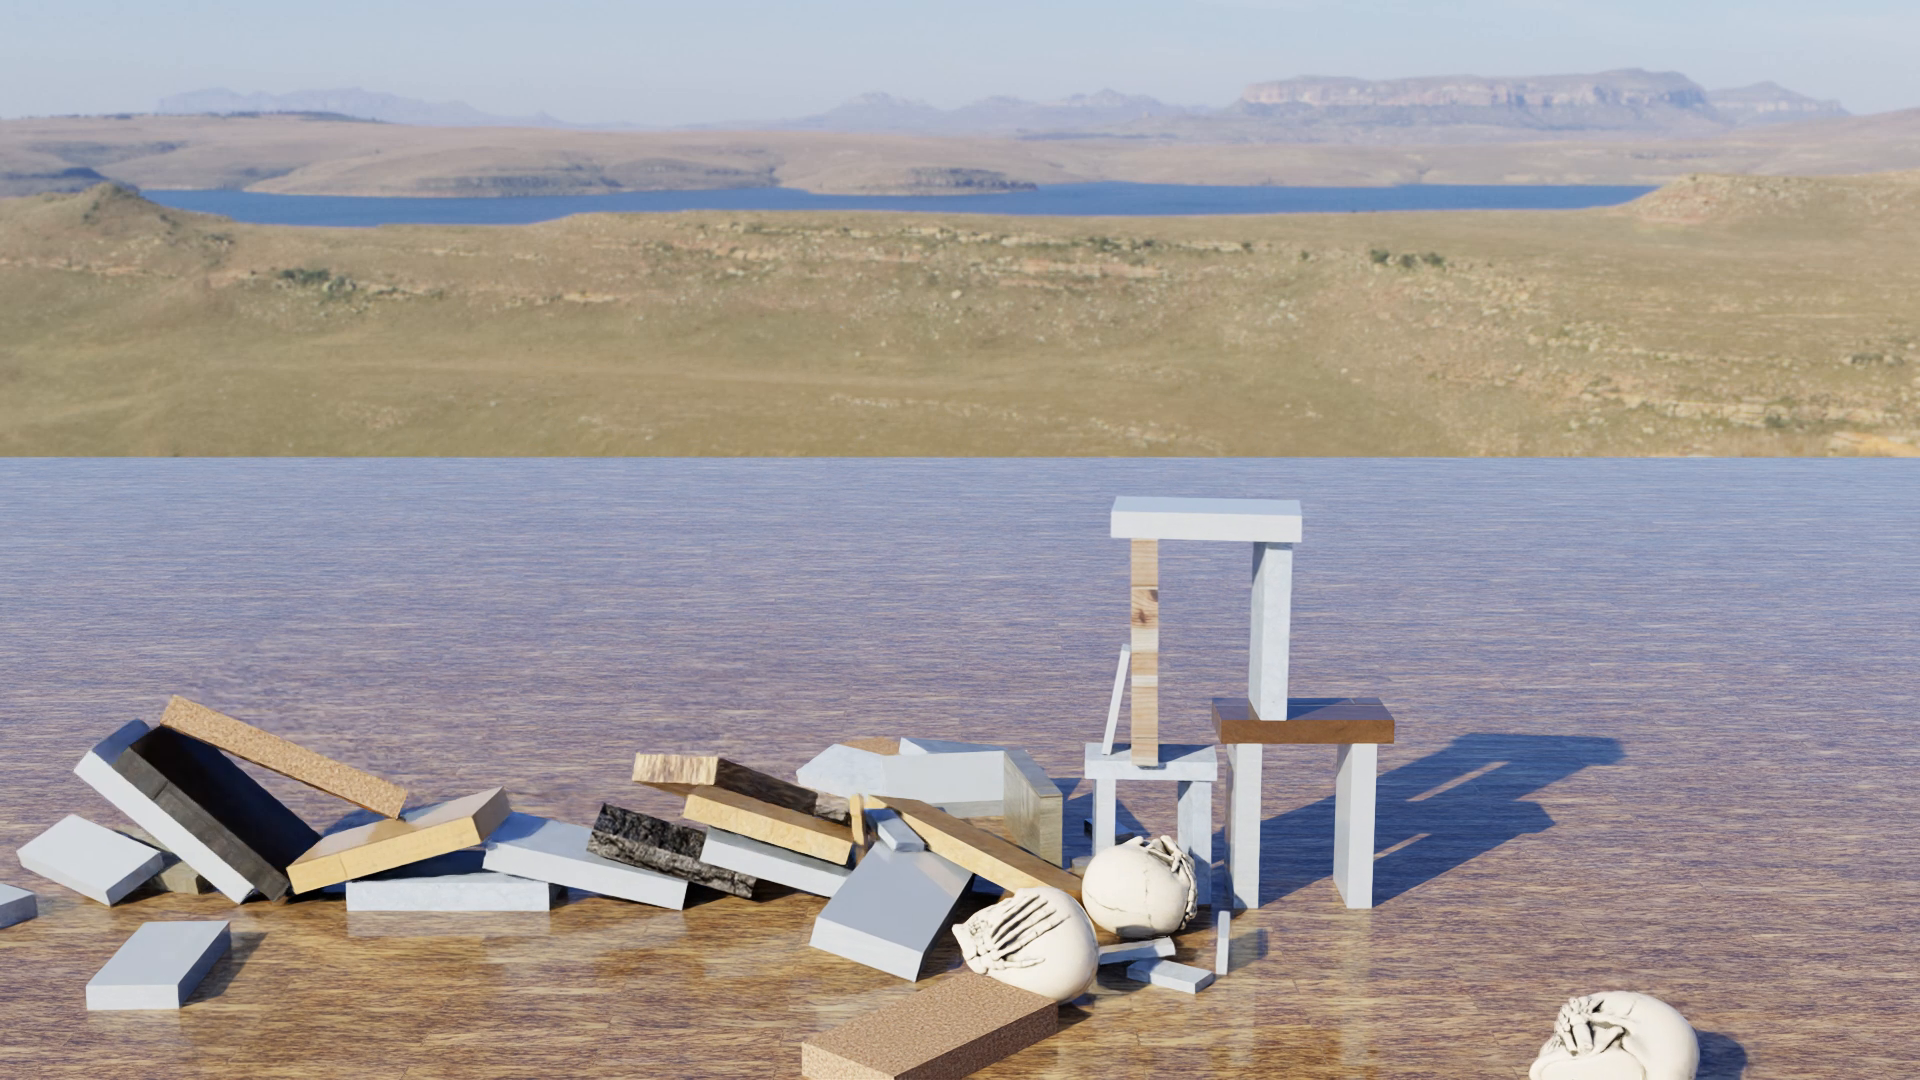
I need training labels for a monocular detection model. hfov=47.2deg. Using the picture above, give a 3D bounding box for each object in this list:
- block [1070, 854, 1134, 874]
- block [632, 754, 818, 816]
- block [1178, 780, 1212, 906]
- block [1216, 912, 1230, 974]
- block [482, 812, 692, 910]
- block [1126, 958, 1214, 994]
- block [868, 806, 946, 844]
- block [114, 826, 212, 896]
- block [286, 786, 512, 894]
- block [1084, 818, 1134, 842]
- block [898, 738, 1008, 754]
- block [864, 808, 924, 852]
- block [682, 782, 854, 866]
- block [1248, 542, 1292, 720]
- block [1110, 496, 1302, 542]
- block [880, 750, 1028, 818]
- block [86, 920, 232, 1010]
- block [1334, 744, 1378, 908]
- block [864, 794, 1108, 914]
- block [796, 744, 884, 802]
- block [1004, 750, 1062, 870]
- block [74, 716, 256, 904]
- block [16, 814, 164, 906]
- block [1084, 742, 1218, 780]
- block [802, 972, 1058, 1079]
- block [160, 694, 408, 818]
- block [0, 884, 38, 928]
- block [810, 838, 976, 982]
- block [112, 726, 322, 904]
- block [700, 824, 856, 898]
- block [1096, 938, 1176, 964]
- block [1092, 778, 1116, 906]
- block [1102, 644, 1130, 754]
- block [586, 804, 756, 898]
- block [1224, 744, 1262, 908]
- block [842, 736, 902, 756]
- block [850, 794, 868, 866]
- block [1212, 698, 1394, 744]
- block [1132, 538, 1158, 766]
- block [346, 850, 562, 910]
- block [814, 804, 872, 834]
[{"bbox_3d":[0.245,0.560,3.793,0.103,0.015,0.051,-1,11,-7],"label":"block"},{"bbox_3d":[-0.414,0.440,3.916,0.169,0.048,0.338,-1,-17,28],"label":"block"},{"bbox_3d":[0.389,0.485,3.648,0.030,0.214,0.107,-3,11,-8],"label":"block"},{"bbox_3d":[0.403,0.616,3.368,0.016,0.058,0.115,3,11,7],"label":"block"},{"bbox_3d":[-0.610,0.531,3.658,0.330,0.047,0.165,13,10,-3],"label":"block"},{"bbox_3d":[0.314,0.651,3.295,0.115,0.016,0.058,7,13,34],"label":"block"},{"bbox_3d":[-0.075,0.533,3.866,0.140,0.040,0.279,-2,11,-10],"label":"block"},{"bbox_3d":[-1.361,0.543,3.734,0.228,0.032,0.114,5,27,16],"label":"block"},{"bbox_3d":[-0.926,0.496,3.641,0.330,0.047,0.165,-16,8,9],"label":"block"},{"bbox_3d":[0.269,0.524,3.983,0.051,0.015,0.103,-4,11,-20],"label":"block"},{"bbox_3d":[0.007,0.427,4.334,0.228,0.032,0.114,8,6,-28],"label":"block"},{"bbox_3d":[-0.112,0.485,3.677,0.058,0.016,0.115,8,19,-36],"label":"block"},{"bbox_3d":[-0.314,0.472,3.664,0.278,0.039,0.139,17,2,0],"label":"block"},{"bbox_3d":[0.505,0.130,3.583,0.042,0.298,0.149,0,11,0],"label":"block"},{"bbox_3d":[0.397,-0.034,3.536,0.298,0.042,0.149,2,11,7],"label":"block"},{"bbox_3d":[-0.002,0.459,4.121,0.279,0.040,0.140,-2,35,-8],"label":"block"},{"bbox_3d":[-1.202,0.638,3.310,0.131,0.037,0.262,0,11,-2],"label":"block"},{"bbox_3d":[0.654,0.453,3.643,0.040,0.279,0.140,0,11,0],"label":"block"},{"bbox_3d":[0.036,0.523,3.678,0.453,0.037,0.131,20,5,43],"label":"block"},{"bbox_3d":[-0.192,0.453,4.234,0.228,0.032,0.114,9,30,39],"label":"block"},{"bbox_3d":[0.127,0.477,3.896,0.040,0.139,0.279,-2,11,-12],"label":"block"},{"bbox_3d":[-1.292,0.450,3.676,0.344,0.049,0.172,41,13,-5],"label":"block"},{"bbox_3d":[-1.458,0.535,3.689,0.228,0.032,0.114,15,36,29],"label":"block"},{"bbox_3d":[0.314,0.365,3.623,0.214,0.030,0.107,1,11,4],"label":"block"},{"bbox_3d":[-0.037,0.685,3.028,0.169,0.048,0.338,9,14,41],"label":"block"},{"bbox_3d":[-1.122,0.362,3.651,0.403,0.049,0.172,25,-14,-15],"label":"block"},{"bbox_3d":[-1.643,0.588,3.580,0.262,0.037,0.131,7,12,32],"label":"block"},{"bbox_3d":[-0.097,0.576,3.495,0.169,0.048,0.419,17,13,9],"label":"block"},{"bbox_3d":[-1.226,0.446,3.666,0.344,0.049,0.172,41,13,-4],"label":"block"},{"bbox_3d":[-0.289,0.531,3.659,0.278,0.039,0.139,16,10,-5],"label":"block"},{"bbox_3d":[0.267,0.627,3.355,0.115,0.016,0.058,-8,-1,0],"label":"block"},{"bbox_3d":[0.238,0.486,3.645,0.030,0.214,0.107,0,11,0],"label":"block"},{"bbox_3d":[0.257,0.262,3.614,0.015,0.177,0.051,11,11,4],"label":"block"},{"bbox_3d":[-0.472,0.516,3.657,0.278,0.039,0.139,17,10,-4],"label":"block"},{"bbox_3d":[0.468,0.453,3.643,0.040,0.279,0.140,0,11,0],"label":"block"},{"bbox_3d":[-0.145,0.441,4.384,0.114,0.032,0.228,-7,13,-33],"label":"block"},{"bbox_3d":[-0.167,0.482,3.657,0.016,0.115,0.058,-7,-6,3],"label":"block"},{"bbox_3d":[0.561,0.296,3.613,0.279,0.040,0.140,0,11,0],"label":"block"},{"bbox_3d":[0.300,0.167,3.586,0.042,0.372,0.149,0,11,4],"label":"block"},{"bbox_3d":[-0.835,0.567,3.665,0.330,0.047,0.165,0,11,0],"label":"block"},{"bbox_3d":[-0.198,0.474,3.726,0.058,0.016,0.115,11,-15,24],"label":"block"}]
